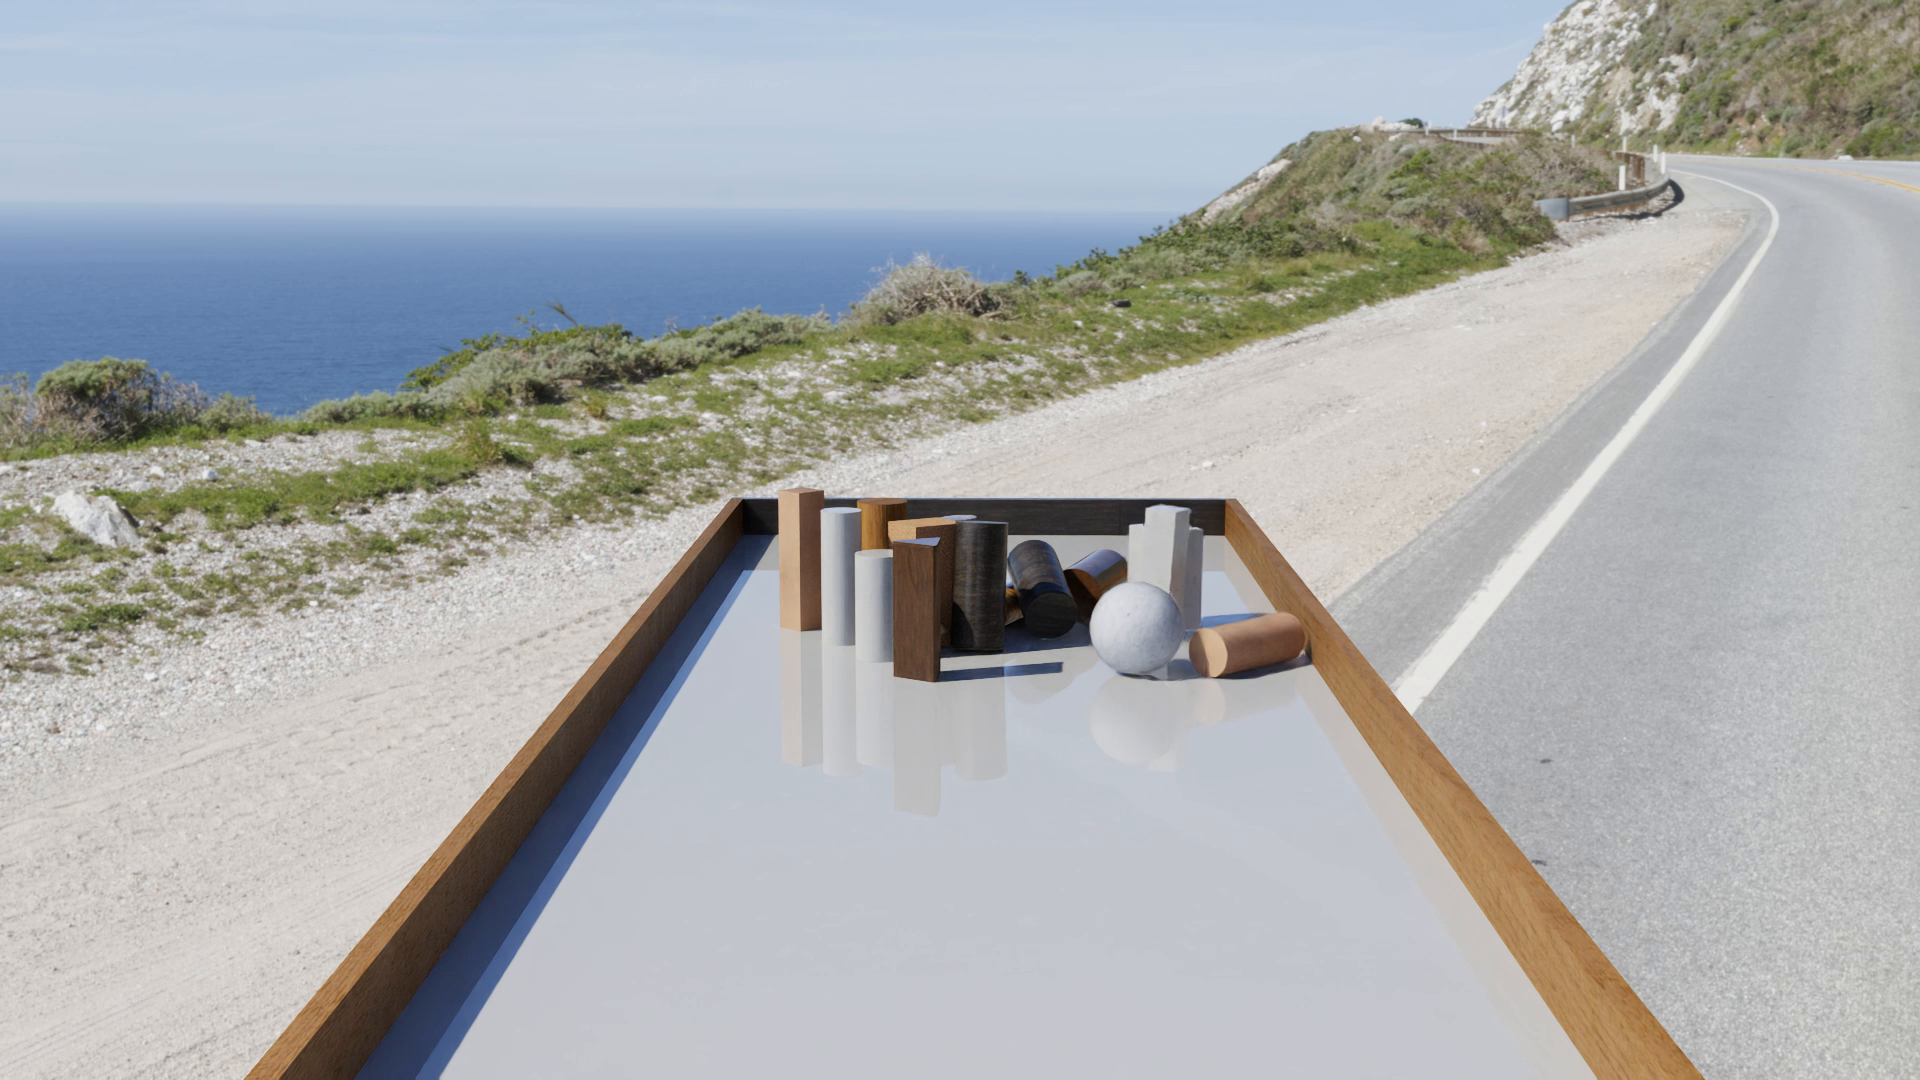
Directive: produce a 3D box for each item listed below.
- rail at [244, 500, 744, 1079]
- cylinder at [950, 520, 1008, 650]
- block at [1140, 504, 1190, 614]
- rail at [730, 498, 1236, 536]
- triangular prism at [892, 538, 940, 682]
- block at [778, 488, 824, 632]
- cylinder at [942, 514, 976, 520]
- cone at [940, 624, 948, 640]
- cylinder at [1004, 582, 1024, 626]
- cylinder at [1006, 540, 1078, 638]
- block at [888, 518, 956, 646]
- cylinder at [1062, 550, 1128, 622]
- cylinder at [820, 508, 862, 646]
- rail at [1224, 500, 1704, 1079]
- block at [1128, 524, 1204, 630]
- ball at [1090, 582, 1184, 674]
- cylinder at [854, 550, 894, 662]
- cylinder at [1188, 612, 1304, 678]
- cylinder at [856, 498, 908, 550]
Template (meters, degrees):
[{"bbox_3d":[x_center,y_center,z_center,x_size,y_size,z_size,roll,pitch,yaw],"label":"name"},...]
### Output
[{"bbox_3d":[-1.004,0.839,3.234,0.050,0.150,12.000,0,9,1],"label":"rail"},{"bbox_3d":[0.061,0.139,6.829,0.165,0.391,0.165,2,3,0],"label":"cylinder"},{"bbox_3d":[0.646,0.105,6.987,0.105,0.419,0.105,10,12,31],"label":"block"},{"bbox_3d":[0.099,-0.098,9.147,2.100,0.150,0.050,0,9,1],"label":"rail"},{"bbox_3d":[-0.097,0.200,6.457,0.151,0.404,0.131,6,11,34],"label":"triangular prism"},{"bbox_3d":[-0.515,0.062,7.169,0.105,0.453,0.105,-8,12,-43],"label":"block"},{"bbox_3d":[0.001,0.101,7.227,0.121,0.353,0.121,-2,8,0],"label":"cylinder"},{"bbox_3d":[-0.174,0.176,6.796,0.128,0.331,0.128,-31,-8,-5],"label":"cone"},{"bbox_3d":[0.162,0.209,7.291,0.125,0.125,0.320,4,10,24],"label":"cylinder"},{"bbox_3d":[0.264,0.157,7.132,0.171,0.171,0.350,-1,28,-9],"label":"cylinder"},{"bbox_3d":[-0.102,0.133,6.941,0.178,0.381,0.178,-5,9,-30],"label":"block"},{"bbox_3d":[0.443,0.152,7.484,0.178,0.178,0.433,3,9,18],"label":"cylinder"},{"bbox_3d":[-0.373,0.115,6.936,0.129,0.422,0.129,0,9,0],"label":"cylinder"},{"bbox_3d":[1.046,0.843,3.208,0.050,0.150,12.000,0,9,1],"label":"rail"},{"bbox_3d":[0.672,0.119,7.211,0.177,0.326,0.177,-4,10,-24],"label":"block"},{"bbox_3d":[0.521,0.259,6.493,0.276,0.276,0.276,0,9,0],"label":"ball"},{"bbox_3d":[-0.243,0.200,6.714,0.154,0.323,0.154,0,9,0],"label":"cylinder"},{"bbox_3d":[0.860,0.311,6.578,0.369,0.147,0.147,-9,12,-43],"label":"cylinder"},{"bbox_3d":[-0.253,0.080,7.174,0.165,0.417,0.165,0,9,0],"label":"cylinder"}]
